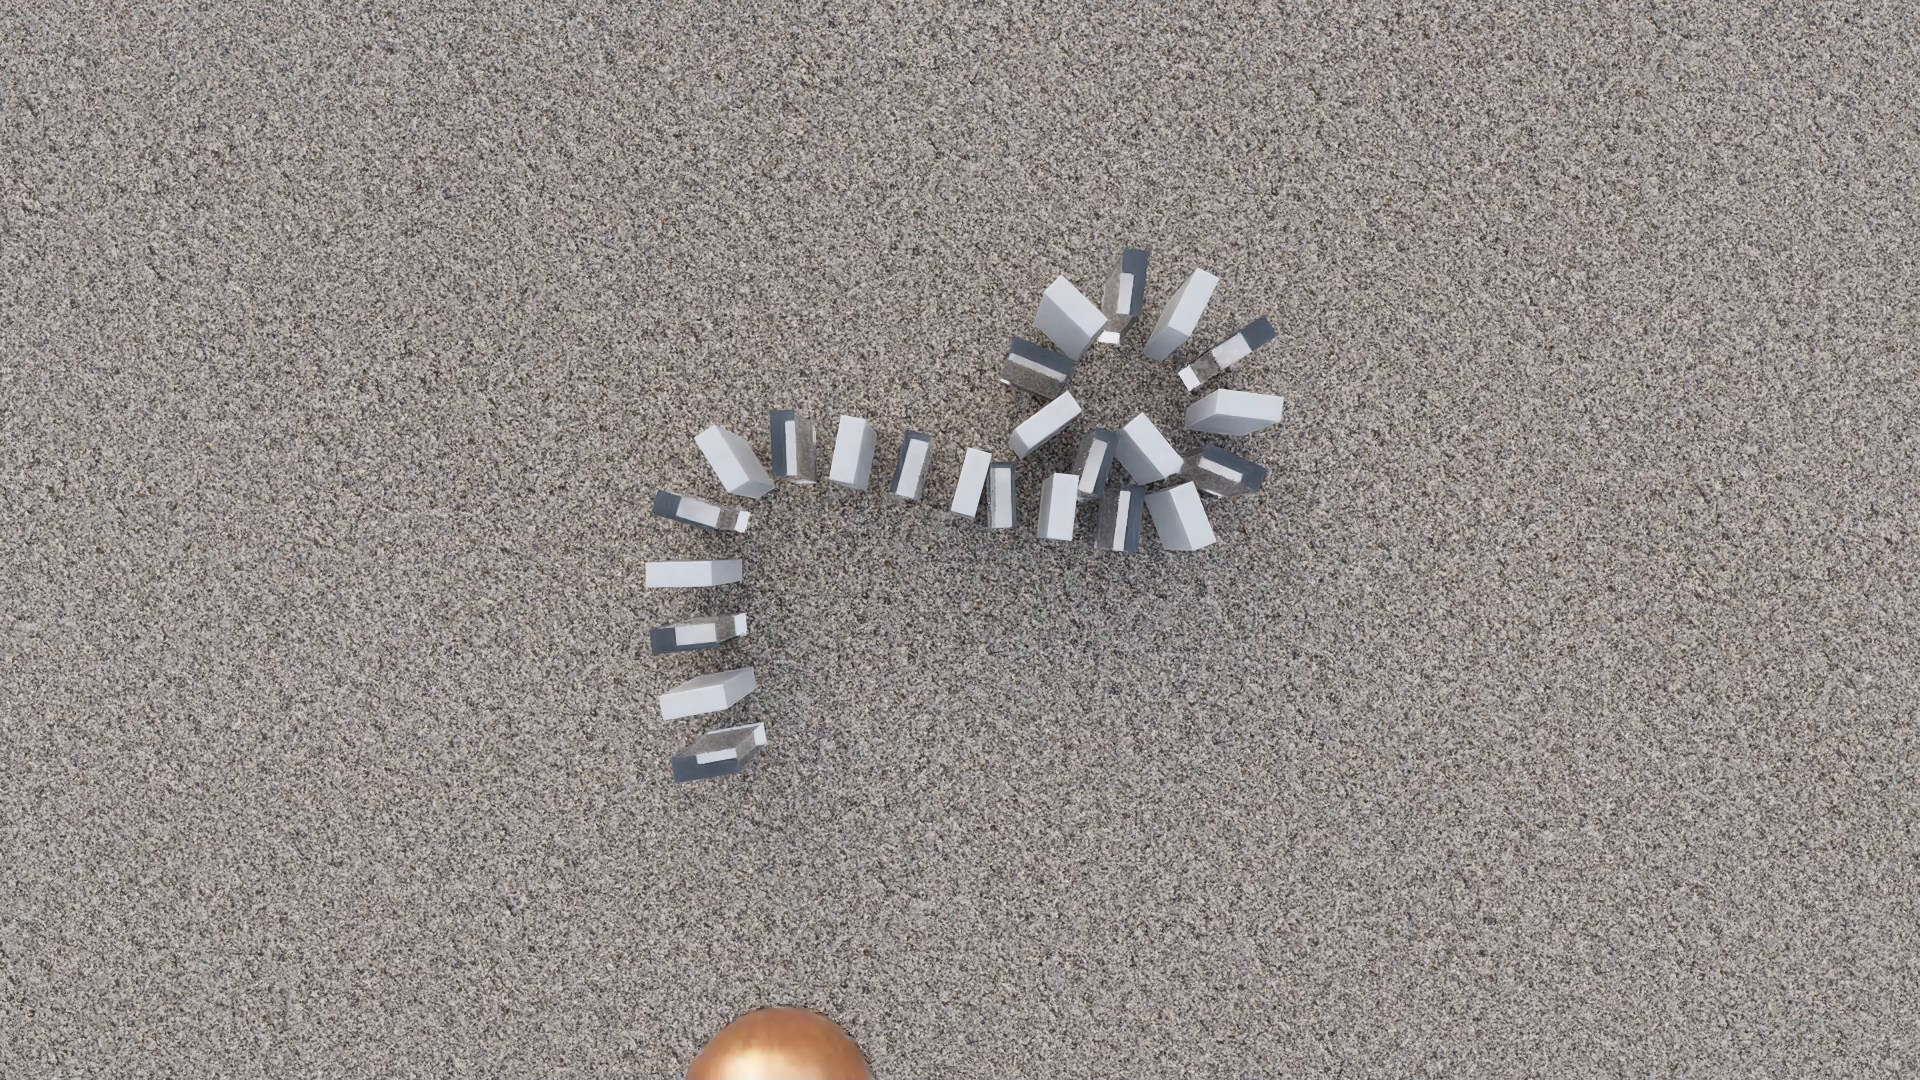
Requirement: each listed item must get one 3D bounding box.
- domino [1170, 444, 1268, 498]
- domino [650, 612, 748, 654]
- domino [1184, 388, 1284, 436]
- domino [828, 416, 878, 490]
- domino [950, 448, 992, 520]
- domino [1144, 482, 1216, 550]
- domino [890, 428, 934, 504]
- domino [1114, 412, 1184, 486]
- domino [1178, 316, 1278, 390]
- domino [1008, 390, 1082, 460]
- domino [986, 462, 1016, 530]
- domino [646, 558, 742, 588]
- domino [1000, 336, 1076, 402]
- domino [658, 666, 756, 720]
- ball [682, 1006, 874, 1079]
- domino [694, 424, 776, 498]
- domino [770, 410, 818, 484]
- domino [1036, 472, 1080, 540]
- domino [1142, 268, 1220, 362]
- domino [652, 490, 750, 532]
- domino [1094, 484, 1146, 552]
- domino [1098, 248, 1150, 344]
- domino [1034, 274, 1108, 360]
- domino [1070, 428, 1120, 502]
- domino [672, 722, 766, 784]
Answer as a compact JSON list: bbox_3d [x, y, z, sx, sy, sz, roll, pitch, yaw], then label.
[{"bbox_3d":[0.104,-0.028,0.375,0.025,0.050,0.010,23,90,0],"label":"domino"},{"bbox_3d":[-0.106,0.038,0.375,0.025,0.050,0.009,-6,90,0],"label":"domino"},{"bbox_3d":[0.111,-0.051,0.375,0.025,0.050,0.009,7,90,0],"label":"domino"},{"bbox_3d":[-0.043,-0.035,0.375,0.010,0.050,0.025,11,90,0],"label":"domino"},{"bbox_3d":[0.004,-0.022,0.375,0.010,0.050,0.025,15,90,0],"label":"domino"},{"bbox_3d":[0.089,-0.009,0.375,0.009,0.050,0.025,-21,90,0],"label":"domino"},{"bbox_3d":[-0.019,-0.029,0.375,0.010,0.050,0.025,15,90,0],"label":"domino"},{"bbox_3d":[0.074,-0.036,0.375,0.009,0.050,0.025,-40,90,0],"label":"domino"},{"bbox_3d":[0.108,-0.076,0.375,0.025,0.050,0.009,-32,90,0],"label":"domino"},{"bbox_3d":[0.034,-0.046,0.375,0.025,0.050,0.009,-36,90,0],"label":"domino"},{"bbox_3d":[0.017,-0.017,0.375,0.009,0.050,0.025,-2,90,0],"label":"domino"},{"bbox_3d":[-0.108,0.013,0.375,0.025,0.050,0.010,-1,90,0],"label":"domino"},{"bbox_3d":[0.031,-0.069,0.375,0.025,0.050,0.010,23,90,0],"label":"domino"},{"bbox_3d":[-0.102,0.062,0.375,0.025,0.050,0.009,-10,90,0],"label":"domino"},{"bbox_3d":[-0.072,0.228,0.360,0.080,0.080,0.080,0,90,0],"label":"ball"},{"bbox_3d":[-0.091,-0.031,0.375,0.010,0.050,0.025,-32,90,0],"label":"domino"},{"bbox_3d":[-0.068,-0.037,0.375,0.009,0.050,0.025,-2,90,0],"label":"domino"},{"bbox_3d":[0.039,-0.013,0.375,0.009,0.050,0.025,6,90,0],"label":"domino"},{"bbox_3d":[0.089,-0.091,0.375,0.009,0.050,0.025,27,90,0],"label":"domino"},{"bbox_3d":[-0.105,-0.011,0.375,0.025,0.050,0.009,17,90,0],"label":"domino"},{"bbox_3d":[0.065,-0.008,0.375,0.010,0.050,0.025,7,90,0],"label":"domino"},{"bbox_3d":[0.066,-0.099,0.375,0.010,0.050,0.025,7,90,0],"label":"domino"},{"bbox_3d":[0.044,-0.089,0.375,0.025,0.050,0.010,44,90,0],"label":"domino"},{"bbox_3d":[0.053,-0.030,0.375,0.009,0.050,0.025,17,90,0],"label":"domino"},{"bbox_3d":[-0.097,0.086,0.375,0.025,0.050,0.010,-10,90,0],"label":"domino"}]
